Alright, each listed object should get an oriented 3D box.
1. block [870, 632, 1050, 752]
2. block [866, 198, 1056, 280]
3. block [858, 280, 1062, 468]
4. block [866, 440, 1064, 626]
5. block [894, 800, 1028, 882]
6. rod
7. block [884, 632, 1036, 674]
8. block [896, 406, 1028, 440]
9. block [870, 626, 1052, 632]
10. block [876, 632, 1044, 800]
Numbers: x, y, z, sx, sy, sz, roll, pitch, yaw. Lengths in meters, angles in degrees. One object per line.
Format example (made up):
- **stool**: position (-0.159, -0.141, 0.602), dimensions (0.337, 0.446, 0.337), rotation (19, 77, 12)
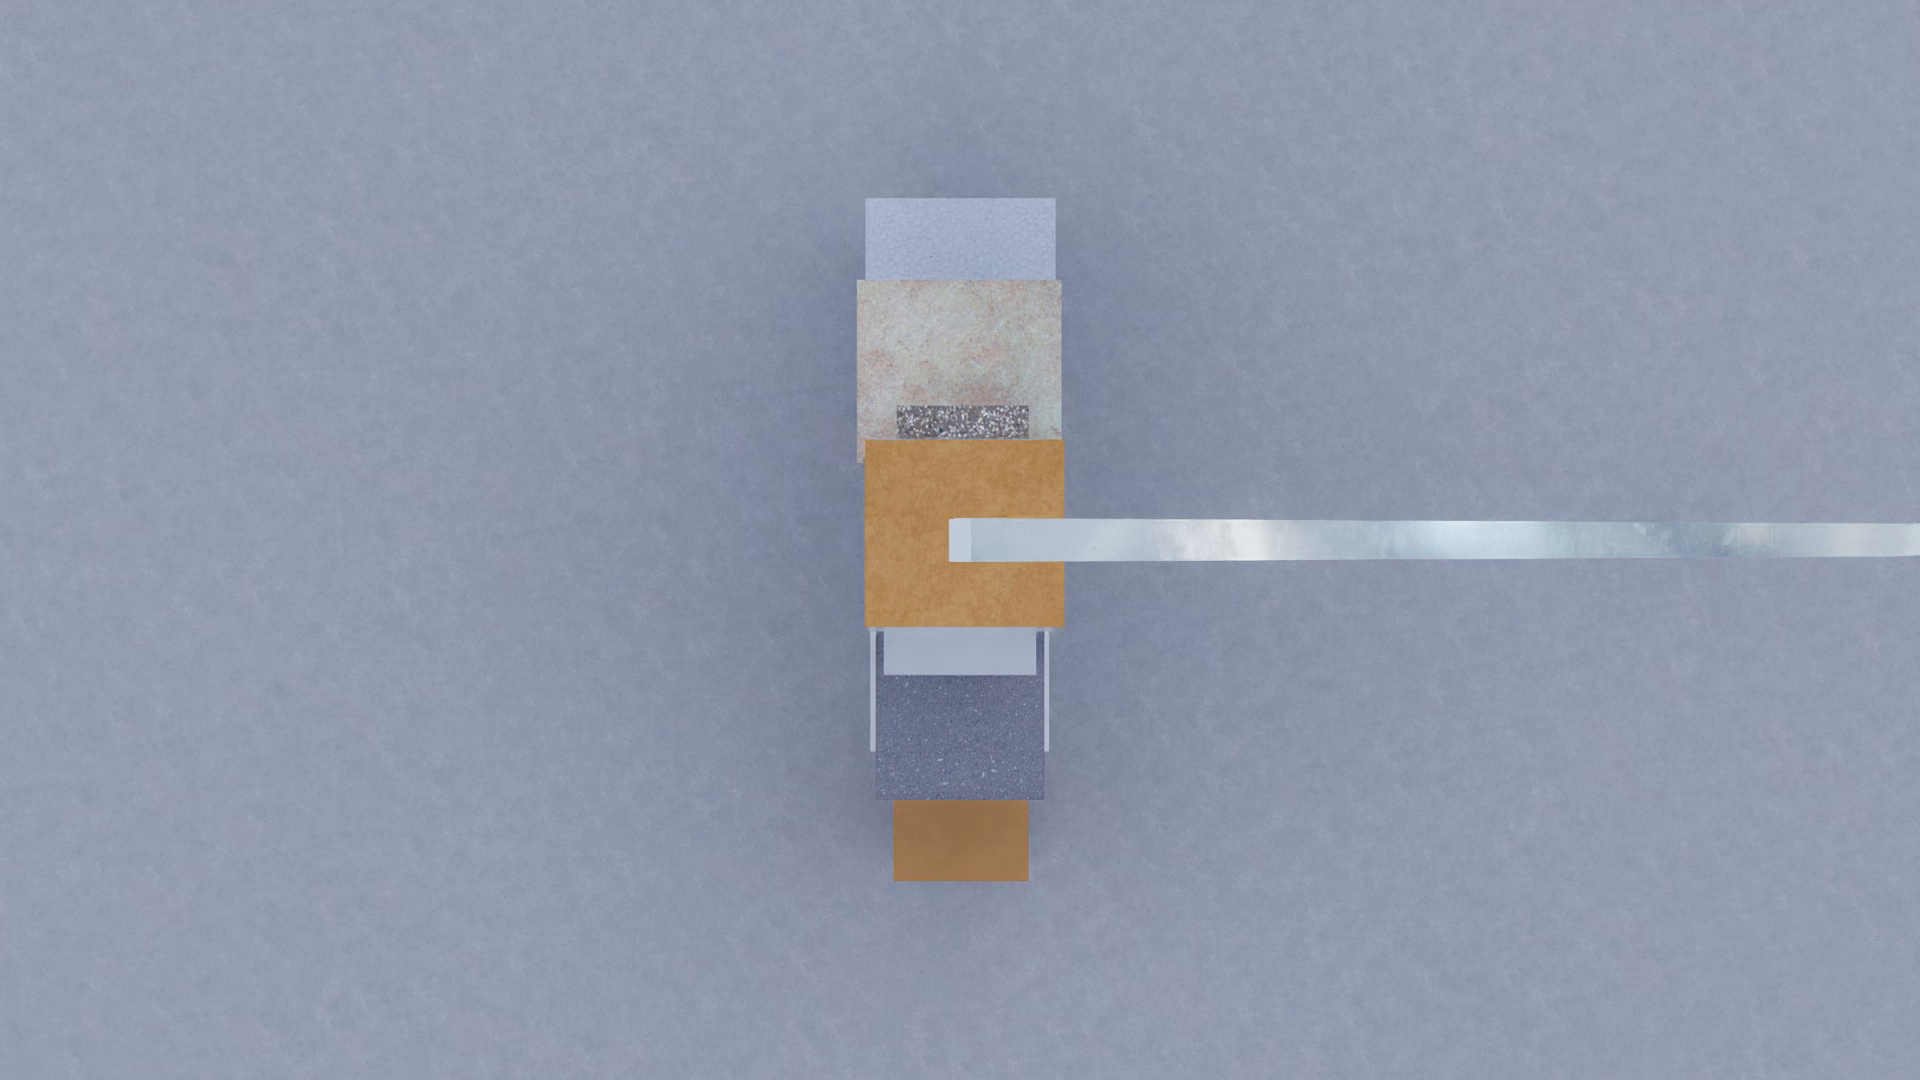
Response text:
- **block**: position (-0.001, 0.652, 12.476), dimensions (0.973, 1.049, 0.996), rotation (0, 90, 0)
- **block**: position (0.003, -1.384, 12.556), dimensions (1.047, 0.887, 0.997), rotation (0, 90, 0)
- **block**: position (-0.003, -0.846, 11.523), dimensions (1.024, 1.001, 0.916), rotation (0, 90, 0)
- **block**: position (0.018, -0.021, 8.528), dimensions (0.734, 0.859, 0.689), rotation (0, 90, 0)
- **block**: position (0.005, 1.521, 12.567), dimensions (0.744, 0.866, 0.723), rotation (0, 90, 0)
- **rod**: position (2.234, 0.000, 5.388), dimensions (5.200, 0.080, 0.080), rotation (0, 90, -31)
- **block**: position (0.000, 0.318, 10.666), dimensions (0.714, 0.714, 0.634), rotation (0, 90, 0)
- **block**: position (0.013, -0.320, 10.694), dimensions (0.624, 0.656, 0.631), rotation (0, 90, 0)
- **block**: position (0.004, -0.009, 9.946), dimensions (0.798, 0.732, 0.821), rotation (0, 90, 0)
- **block**: position (0.000, 0.826, 11.487), dimensions (0.845, 0.929, 0.955), rotation (0, 90, 0)
